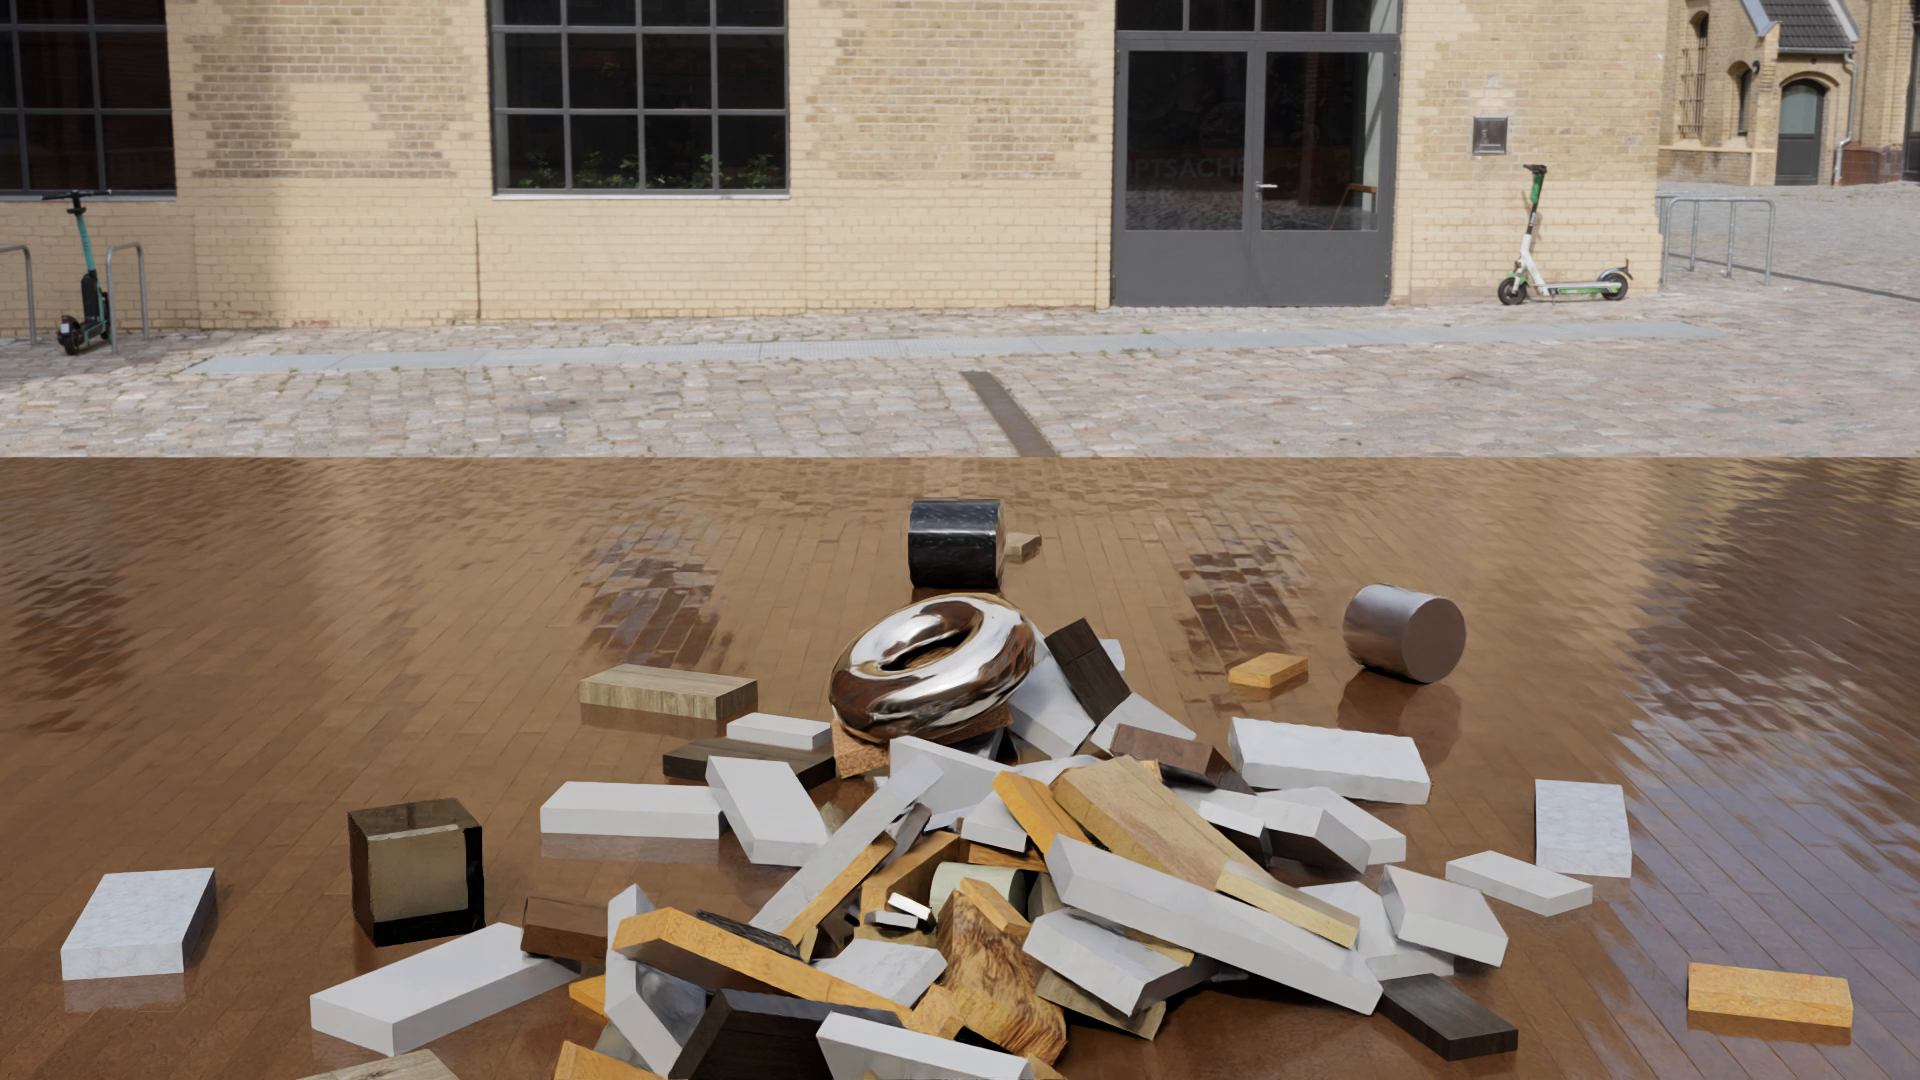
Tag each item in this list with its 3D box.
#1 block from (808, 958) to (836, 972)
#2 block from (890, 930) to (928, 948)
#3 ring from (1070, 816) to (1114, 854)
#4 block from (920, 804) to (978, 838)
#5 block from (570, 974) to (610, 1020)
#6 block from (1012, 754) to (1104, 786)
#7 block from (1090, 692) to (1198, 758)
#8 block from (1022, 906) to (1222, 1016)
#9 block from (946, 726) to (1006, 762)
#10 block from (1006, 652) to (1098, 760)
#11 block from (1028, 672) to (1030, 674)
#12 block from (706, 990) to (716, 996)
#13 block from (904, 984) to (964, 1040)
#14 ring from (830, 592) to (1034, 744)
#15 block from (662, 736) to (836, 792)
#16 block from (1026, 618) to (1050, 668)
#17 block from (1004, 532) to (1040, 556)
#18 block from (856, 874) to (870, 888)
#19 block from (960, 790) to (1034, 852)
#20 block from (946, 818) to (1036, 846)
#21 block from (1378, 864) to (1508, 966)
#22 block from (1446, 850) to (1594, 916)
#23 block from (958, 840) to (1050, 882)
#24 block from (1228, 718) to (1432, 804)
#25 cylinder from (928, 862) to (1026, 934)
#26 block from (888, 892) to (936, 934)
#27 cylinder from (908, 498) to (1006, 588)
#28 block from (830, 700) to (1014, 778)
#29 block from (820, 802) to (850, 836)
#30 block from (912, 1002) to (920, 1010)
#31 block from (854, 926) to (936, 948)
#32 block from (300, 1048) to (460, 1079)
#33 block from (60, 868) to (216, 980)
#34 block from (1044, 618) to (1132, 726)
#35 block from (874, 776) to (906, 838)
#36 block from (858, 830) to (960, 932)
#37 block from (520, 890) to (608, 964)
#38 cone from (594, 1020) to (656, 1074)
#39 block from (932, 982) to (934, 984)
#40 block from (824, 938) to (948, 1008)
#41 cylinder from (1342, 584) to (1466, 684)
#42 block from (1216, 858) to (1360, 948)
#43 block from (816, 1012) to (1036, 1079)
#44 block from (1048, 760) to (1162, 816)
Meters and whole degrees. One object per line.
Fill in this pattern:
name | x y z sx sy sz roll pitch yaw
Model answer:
block | -0.181 0.662 3.203 0.104 0.030 0.209 0 11 2
block | -0.101 0.621 3.106 0.081 0.023 0.162 -25 19 23
ring | 0.275 0.519 3.619 0.306 0.102 0.306 -1 9 0
block | 0.011 0.497 3.832 0.090 0.026 0.181 20 -25 -32
block | -0.505 0.667 3.202 0.068 0.019 0.135 -9 14 -39
block | 0.142 0.473 4.161 0.349 0.049 0.175 -6 12 -29
block | 0.368 0.392 4.367 0.157 0.044 0.313 34 15 9
block | 0.246 0.587 3.175 0.179 0.051 0.358 28 11 24
block | 0.001 0.369 4.494 0.175 0.049 0.349 3 25 10
block | 0.211 0.337 4.562 0.175 0.049 0.349 33 25 9
block | 0.147 0.318 4.884 0.209 0.030 0.104 6 10 29
block | -0.392 0.665 3.221 0.116 0.016 0.058 0 11 -2
block | -0.060 0.662 2.836 0.023 0.166 0.083 31 7 -23
ring | -0.057 0.251 4.362 0.430 0.143 0.430 -18 23 8
block | -0.415 0.445 4.333 0.305 0.043 0.153 5 12 27
block | 0.112 0.245 4.689 0.174 0.087 0.025 -40 5 36
block | 0.169 0.012 6.702 0.101 0.029 0.203 4 11 19
block | -0.211 0.570 3.735 0.104 0.015 0.052 4 11 21
block | 0.078 0.449 3.523 0.103 0.029 0.206 12 10 13
block | 0.052 0.504 3.692 0.139 0.039 0.277 7 -12 -3
block | 0.745 0.579 3.414 0.155 0.044 0.310 15 6 4
block | 0.933 0.573 3.676 0.110 0.031 0.221 -7 13 -34
block | 0.062 0.523 3.586 0.139 0.039 0.277 8 -13 -7
block | 0.705 0.424 4.216 0.358 0.051 0.179 7 23 -4
cylinder | 0.028 0.570 3.439 0.124 0.124 0.124 3 11 15
block | -0.069 0.547 3.225 0.060 0.017 0.121 24 -16 11
cylinder | -0.007 0.008 6.143 0.241 0.241 0.241 1 11 7
block | -0.079 0.360 4.379 0.353 0.050 0.176 -18 21 1
block | -0.188 0.517 3.853 0.090 0.026 0.181 36 1 -17
block | -0.066 0.682 3.016 0.016 0.056 0.112 18 11 -1
block | -0.054 0.604 3.294 0.104 0.030 0.209 -1 -12 37
block | -0.802 0.731 2.780 0.332 0.047 0.166 -7 13 -33
block | -1.291 0.602 3.472 0.173 0.049 0.346 -2 11 -10
block | 0.288 0.300 4.557 0.039 0.275 0.138 -35 -7 28
block | -0.127 0.493 3.945 0.026 0.090 0.181 -2 11 -12
block | -0.079 0.562 3.433 0.039 0.139 0.277 10 14 22
block | -0.510 0.598 3.321 0.297 0.042 0.148 12 8 -11
cone | -0.417 0.694 2.948 0.133 0.133 0.133 28 13 2
block | -0.065 0.634 3.236 0.081 0.023 0.162 -5 -5 1
block | -0.116 0.609 3.071 0.104 0.029 0.208 -43 20 -30
cylinder | 1.035 0.216 5.134 0.200 0.200 0.200 -7 12 -32
block | 0.496 0.547 3.319 0.217 0.031 0.108 23 5 10
block | -0.032 0.663 2.674 0.279 0.140 0.040 6 40 30
block | 0.214 0.456 3.795 0.165 0.047 0.329 -3 -22 -17
